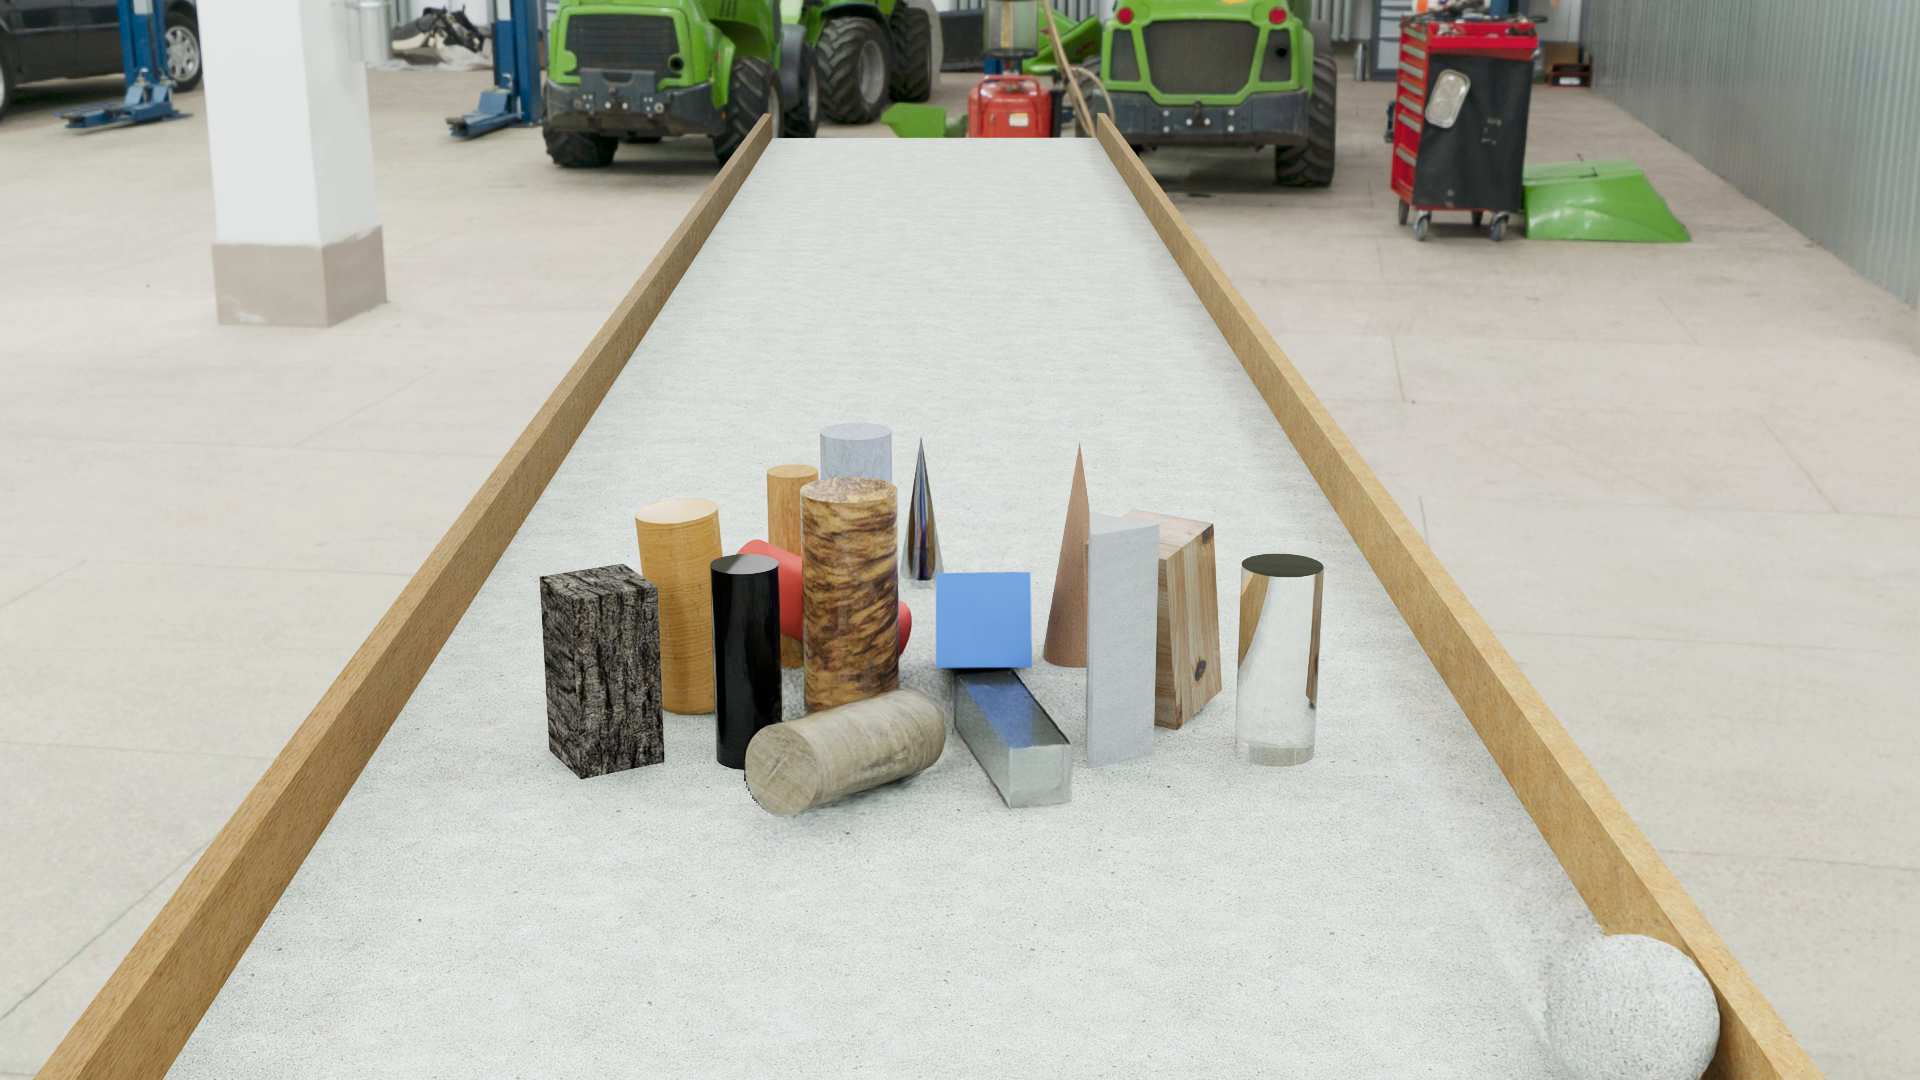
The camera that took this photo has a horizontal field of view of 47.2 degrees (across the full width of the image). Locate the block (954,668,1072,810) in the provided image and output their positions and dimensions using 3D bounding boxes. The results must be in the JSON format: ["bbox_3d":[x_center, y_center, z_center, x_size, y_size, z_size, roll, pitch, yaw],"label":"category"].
[{"bbox_3d":[0.088,0.343,3.882,0.108,0.108,0.393,-4,17,-13],"label":"block"}]

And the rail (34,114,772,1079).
[{"bbox_3d":[-1.118,-0.838,7.780,0.050,0.150,12.000,0,17,-1],"label":"rail"}]

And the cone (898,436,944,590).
[{"bbox_3d":[-0.085,-0.068,4.862,0.107,0.338,0.107,0,17,0],"label":"cone"}]

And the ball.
[{"bbox_3d":[0.855,0.610,2.801,0.214,0.214,0.214,0,17,0],"label":"ball"}]

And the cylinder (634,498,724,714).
[{"bbox_3d":[-0.513,0.123,4.132,0.154,0.377,0.154,-4,19,1],"label":"cylinder"}]

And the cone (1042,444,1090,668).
[{"bbox_3d":[0.235,0.020,4.374,0.137,0.448,0.137,0,17,0],"label":"cone"}]

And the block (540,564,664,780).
[{"bbox_3d":[-0.631,0.229,3.882,0.157,0.327,0.157,-9,19,-29],"label":"block"}]

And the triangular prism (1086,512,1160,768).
[{"bbox_3d":[0.259,0.172,3.895,0.136,0.429,0.117,-9,19,-27],"label":"triangular prism"}]

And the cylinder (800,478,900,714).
[{"bbox_3d":[-0.204,0.112,4.098,0.180,0.428,0.180,0,17,0],"label":"cylinder"}]

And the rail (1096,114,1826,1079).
[{"bbox_3d":[0.932,-0.844,7.801,0.050,0.150,12.000,0,17,-1],"label":"rail"}]

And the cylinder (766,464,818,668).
[{"bbox_3d":[-0.328,0.052,4.364,0.101,0.391,0.101,0,17,0],"label":"cylinder"}]

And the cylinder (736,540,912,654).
[{"bbox_3d":[-0.275,0.129,4.261,0.350,0.150,0.150,25,1,-34],"label":"cylinder"}]

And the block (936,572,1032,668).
[{"bbox_3d":[0.045,0.151,4.209,0.173,0.173,0.397,0,-2,1],"label":"block"}]

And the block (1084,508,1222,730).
[{"bbox_3d":[0.362,0.146,4.088,0.172,0.347,0.172,12,29,34],"label":"block"}]

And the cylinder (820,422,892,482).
[{"bbox_3d":[-0.217,-0.033,4.632,0.149,0.403,0.149,0,17,0],"label":"cylinder"}]

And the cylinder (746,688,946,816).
[{"bbox_3d":[-0.188,0.351,3.699,0.149,0.149,0.367,11,12,32],"label":"cylinder"}]

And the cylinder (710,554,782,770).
[{"bbox_3d":[-0.375,0.214,3.873,0.119,0.361,0.119,0,17,0],"label":"cylinder"}]

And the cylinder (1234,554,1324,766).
[{"bbox_3d":[0.565,0.212,3.899,0.143,0.350,0.143,0,17,0],"label":"cylinder"}]
